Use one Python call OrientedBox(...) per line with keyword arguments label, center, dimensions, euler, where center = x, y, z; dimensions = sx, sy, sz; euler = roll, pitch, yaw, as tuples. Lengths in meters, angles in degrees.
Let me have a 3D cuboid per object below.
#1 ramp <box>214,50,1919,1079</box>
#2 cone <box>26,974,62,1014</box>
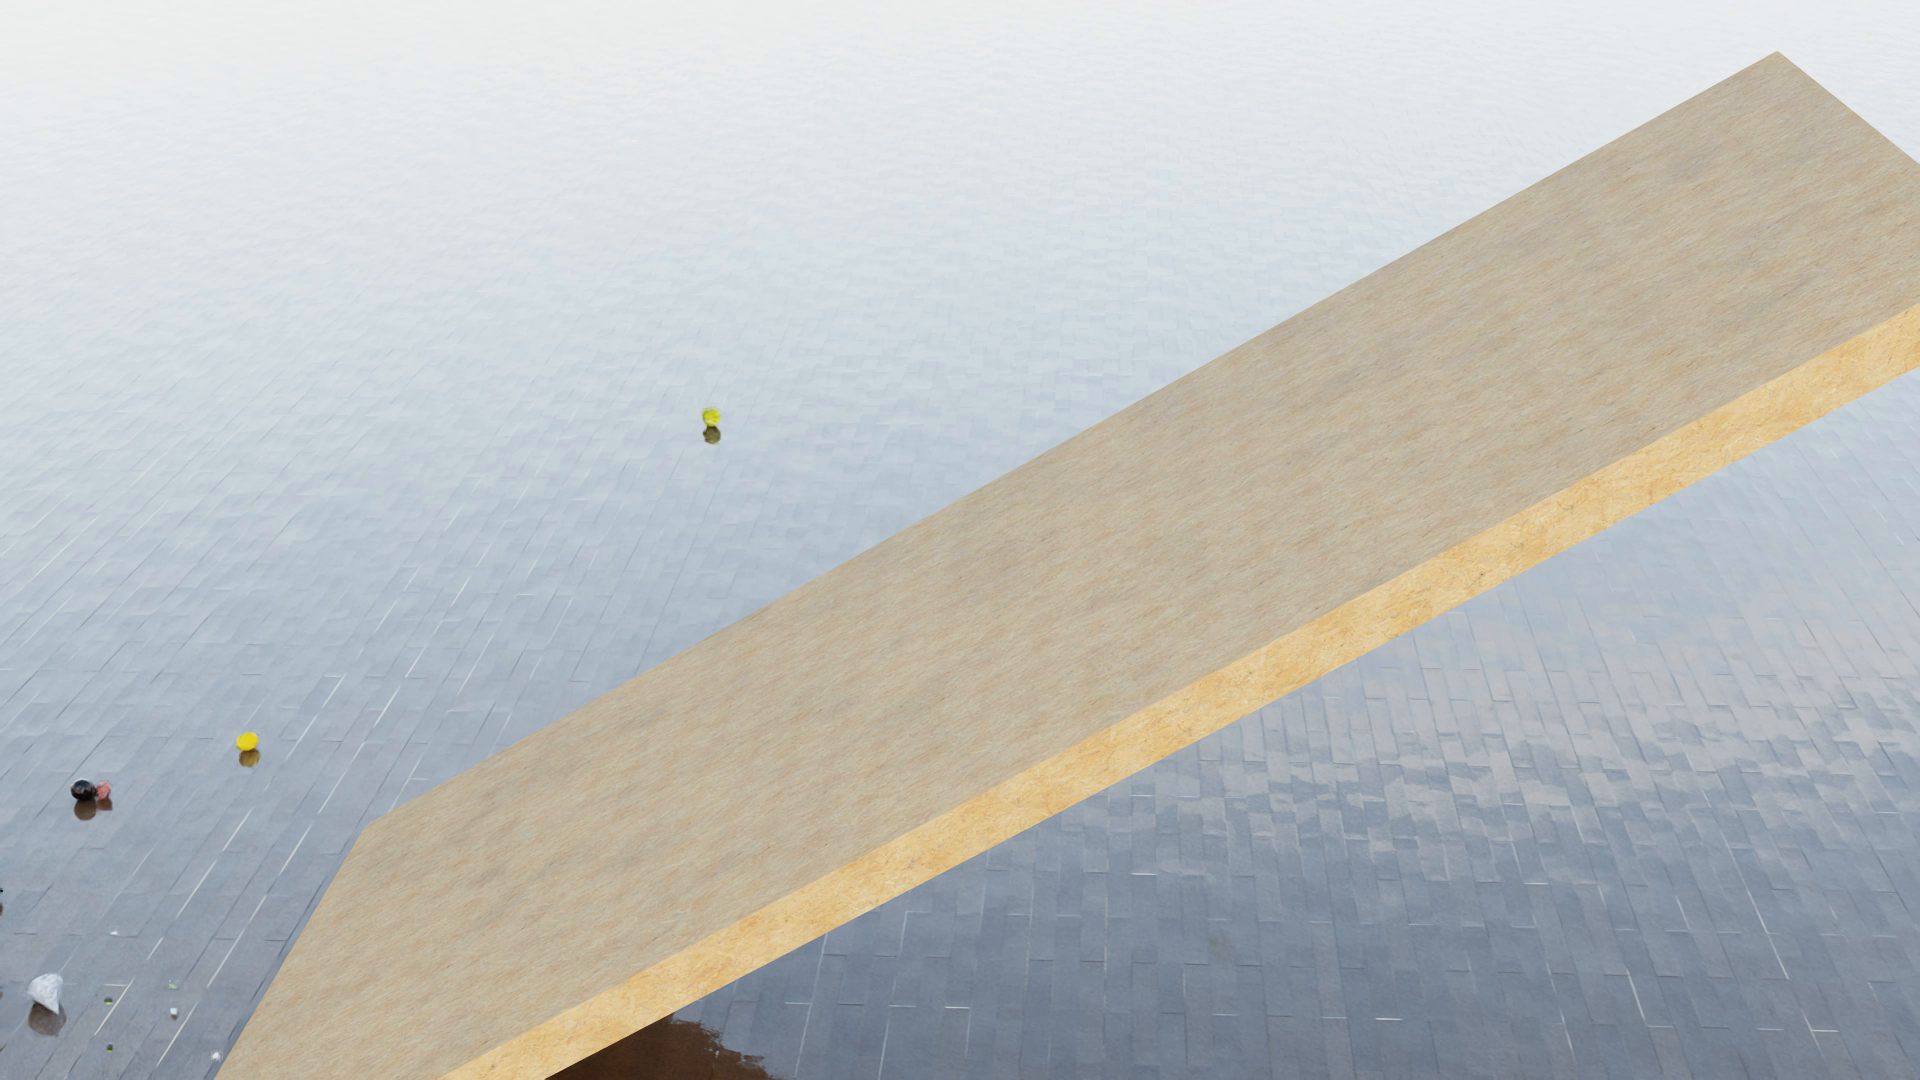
OrientedBox(label="ramp", center=(0.142, 0.168, 6.286), dimensions=(4.000, 0.100, 2.000), euler=(-29, 15, 12))
OrientedBox(label="cone", center=(-2.123, 1.075, 6.866), dimensions=(0.088, 0.088, 0.088), euler=(-14, 50, -34))
